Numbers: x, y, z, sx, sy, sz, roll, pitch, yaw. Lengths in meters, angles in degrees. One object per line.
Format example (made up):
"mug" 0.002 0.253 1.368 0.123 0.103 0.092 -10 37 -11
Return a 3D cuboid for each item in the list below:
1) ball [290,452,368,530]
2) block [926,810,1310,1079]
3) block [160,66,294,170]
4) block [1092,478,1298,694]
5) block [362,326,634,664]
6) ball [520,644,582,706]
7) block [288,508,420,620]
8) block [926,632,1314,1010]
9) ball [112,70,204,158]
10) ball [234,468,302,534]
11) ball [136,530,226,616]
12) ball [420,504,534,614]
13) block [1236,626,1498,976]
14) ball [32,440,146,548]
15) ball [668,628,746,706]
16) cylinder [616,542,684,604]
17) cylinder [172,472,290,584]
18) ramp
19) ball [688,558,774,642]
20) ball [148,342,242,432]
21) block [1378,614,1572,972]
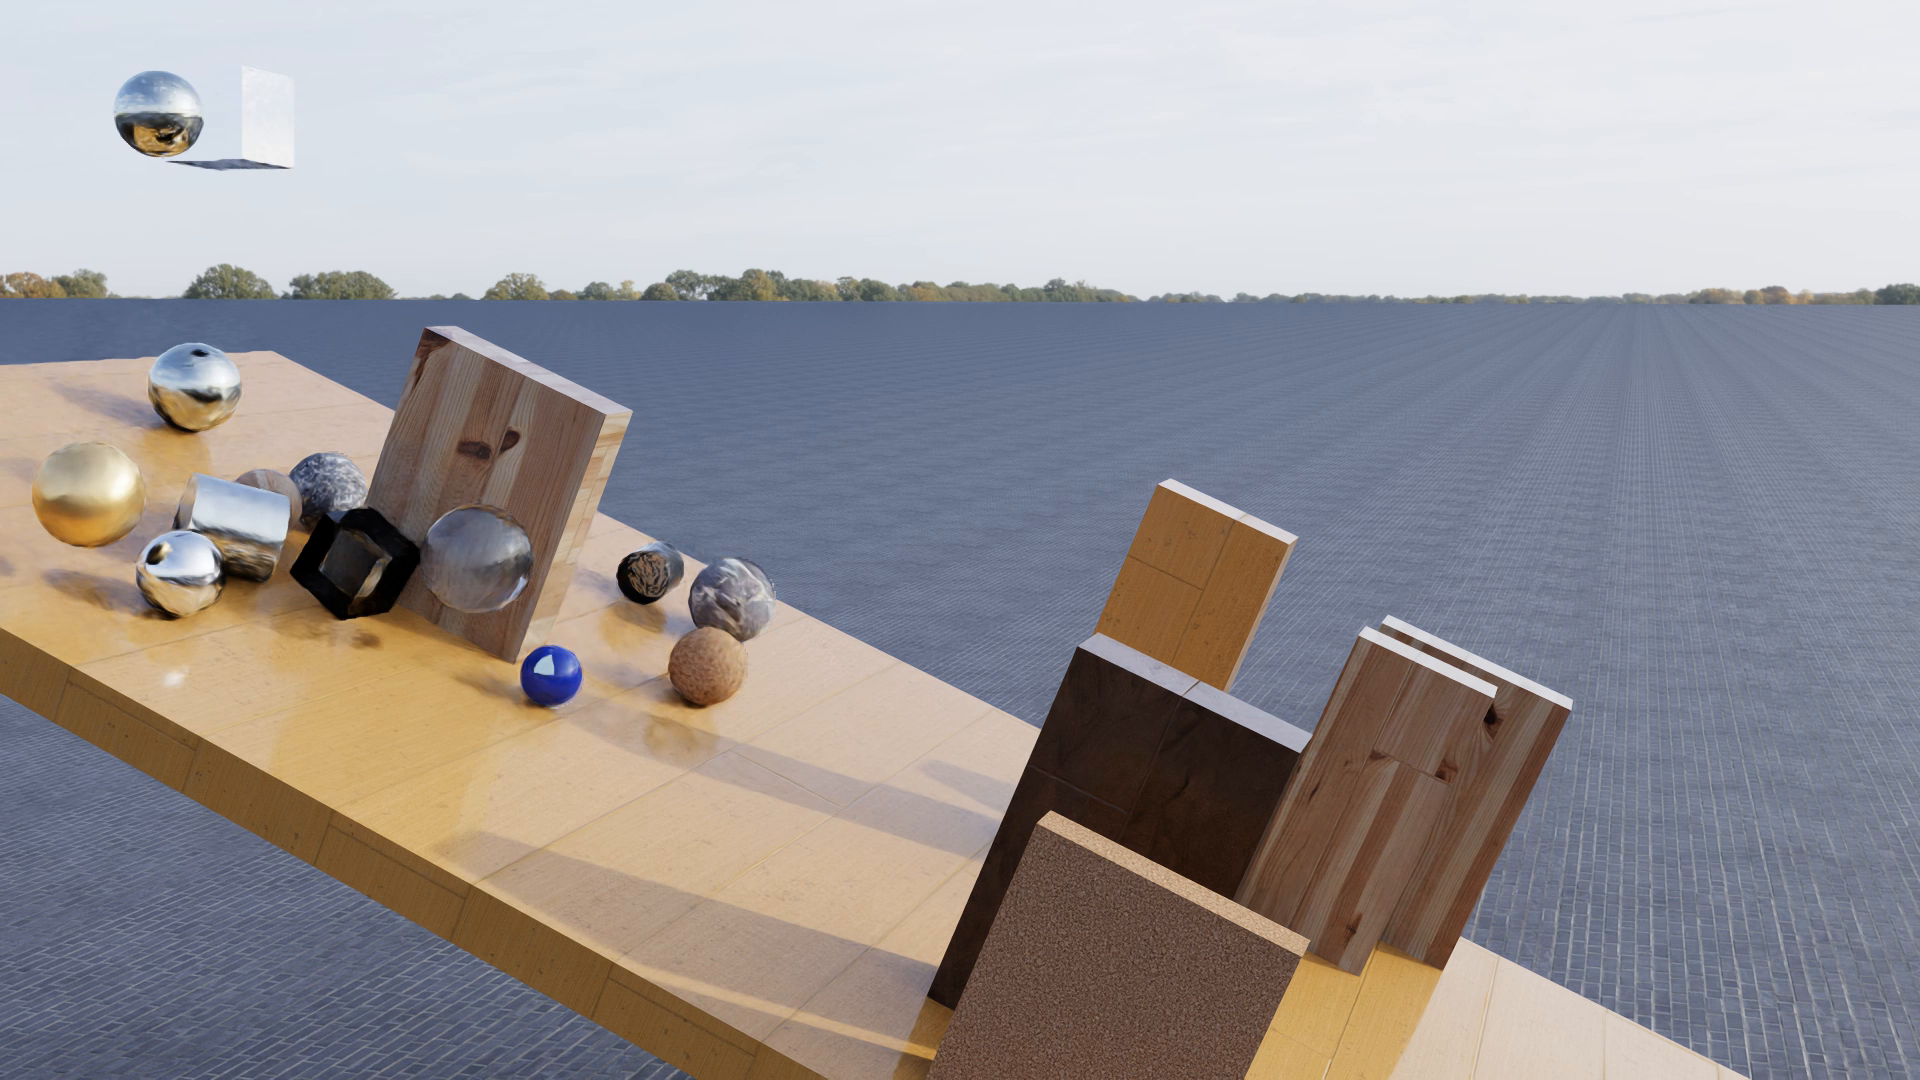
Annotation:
"ball" -1.280 -0.097 4.443 0.160 0.160 0.160 0 7 0
"block" 0.223 0.683 3.182 0.415 0.435 0.080 25 13 13
"block" -1.568 -0.903 4.717 0.194 0.194 0.194 1 4 15
"block" 0.362 0.294 4.223 0.269 0.775 0.119 25 13 13
"block" -0.911 -0.089 4.214 0.406 0.520 0.113 25 13 13
"ball" -0.750 0.248 4.035 0.113 0.113 0.113 0 7 0
"block" -1.126 0.043 4.108 0.143 0.143 0.143 39 17 14
"block" 0.248 0.516 3.465 0.373 0.628 0.138 25 13 13
"ball" -1.564 -0.832 4.295 0.169 0.169 0.169 0 7 0
"ball" -1.347 -0.069 4.259 0.141 0.141 0.141 0 7 0
"ball" -1.332 0.057 3.761 0.147 0.147 0.147 0 7 0
"ball" -0.877 0.034 3.991 0.200 0.200 0.200 0 7 0
"block" 0.802 0.519 4.380 0.282 0.625 0.119 25 13 13
"ball" -1.449 -0.076 3.662 0.179 0.179 0.179 0 7 0
"ball" -0.499 0.250 4.355 0.154 0.154 0.154 0 7 0
"cylinder" -0.681 0.072 4.845 0.117 0.117 0.117 1 11 10
"cylinder" -1.336 -0.022 4.022 0.167 0.167 0.167 16 -2 -28
"ramp" -0.295 0.517 4.188 4.000 0.100 2.000 25 13 13
"ball" -0.495 0.133 4.765 0.185 0.185 0.185 0 7 0
"ball" -1.636 -0.326 4.701 0.191 0.191 0.191 0 7 0
"block" 0.957 0.529 4.621 0.415 0.616 0.115 25 13 13
